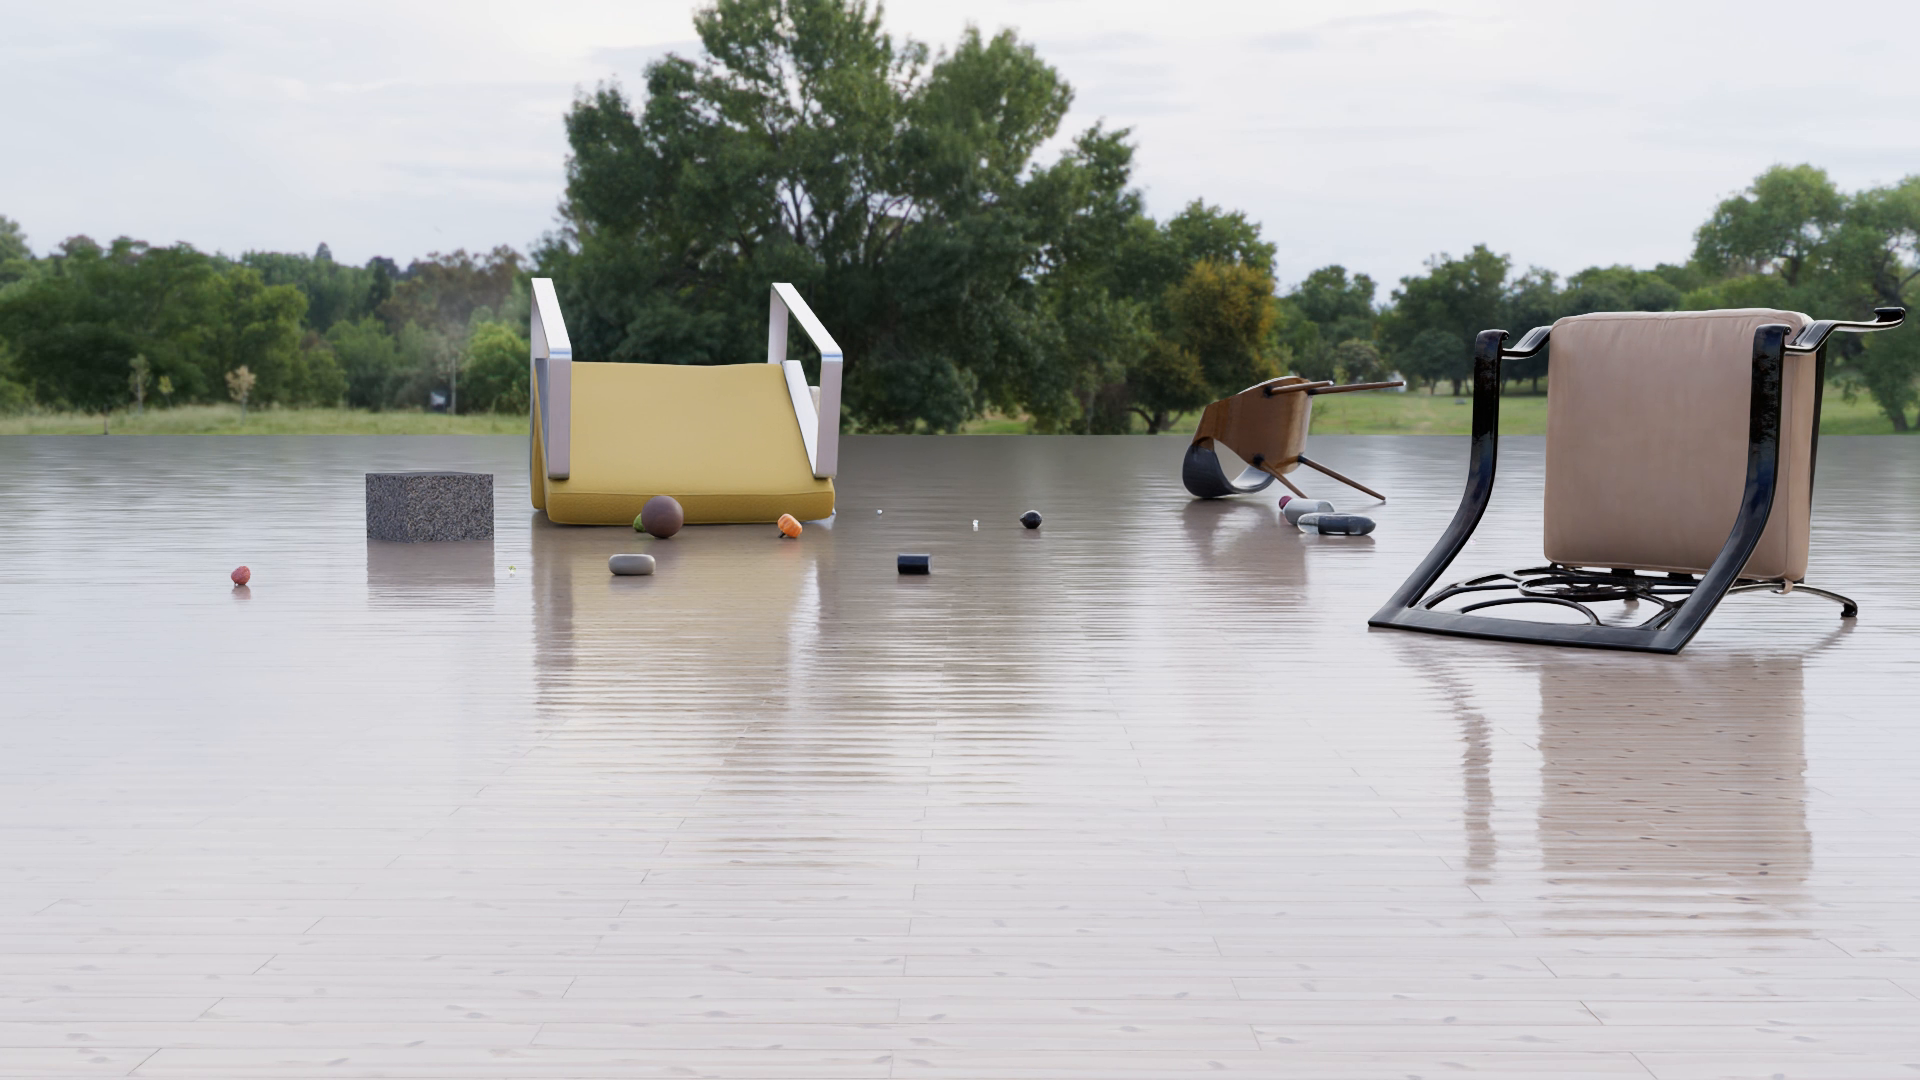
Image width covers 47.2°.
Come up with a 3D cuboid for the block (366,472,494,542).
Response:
[{"bbox_3d":[-1.595,-0.102,6.612,0.274,0.194,0.298,-3,5,-38],"label":"block"}]

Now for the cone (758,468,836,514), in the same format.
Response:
[{"bbox_3d":[-0.534,-0.140,8.007,0.303,0.166,0.285,-9,25,-38],"label":"cone"}]

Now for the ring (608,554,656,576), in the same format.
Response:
[{"bbox_3d":[-0.795,0.060,5.329,0.114,0.048,0.071,1,2,-10],"label":"ring"}]

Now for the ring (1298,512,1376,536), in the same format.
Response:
[{"bbox_3d":[1.170,-0.050,6.836,0.270,0.062,0.144,3,6,40],"label":"ring"}]

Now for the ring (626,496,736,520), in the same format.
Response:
[{"bbox_3d":[-0.970,-0.111,7.629,0.386,0.074,0.305,1,4,3],"label":"ring"}]
